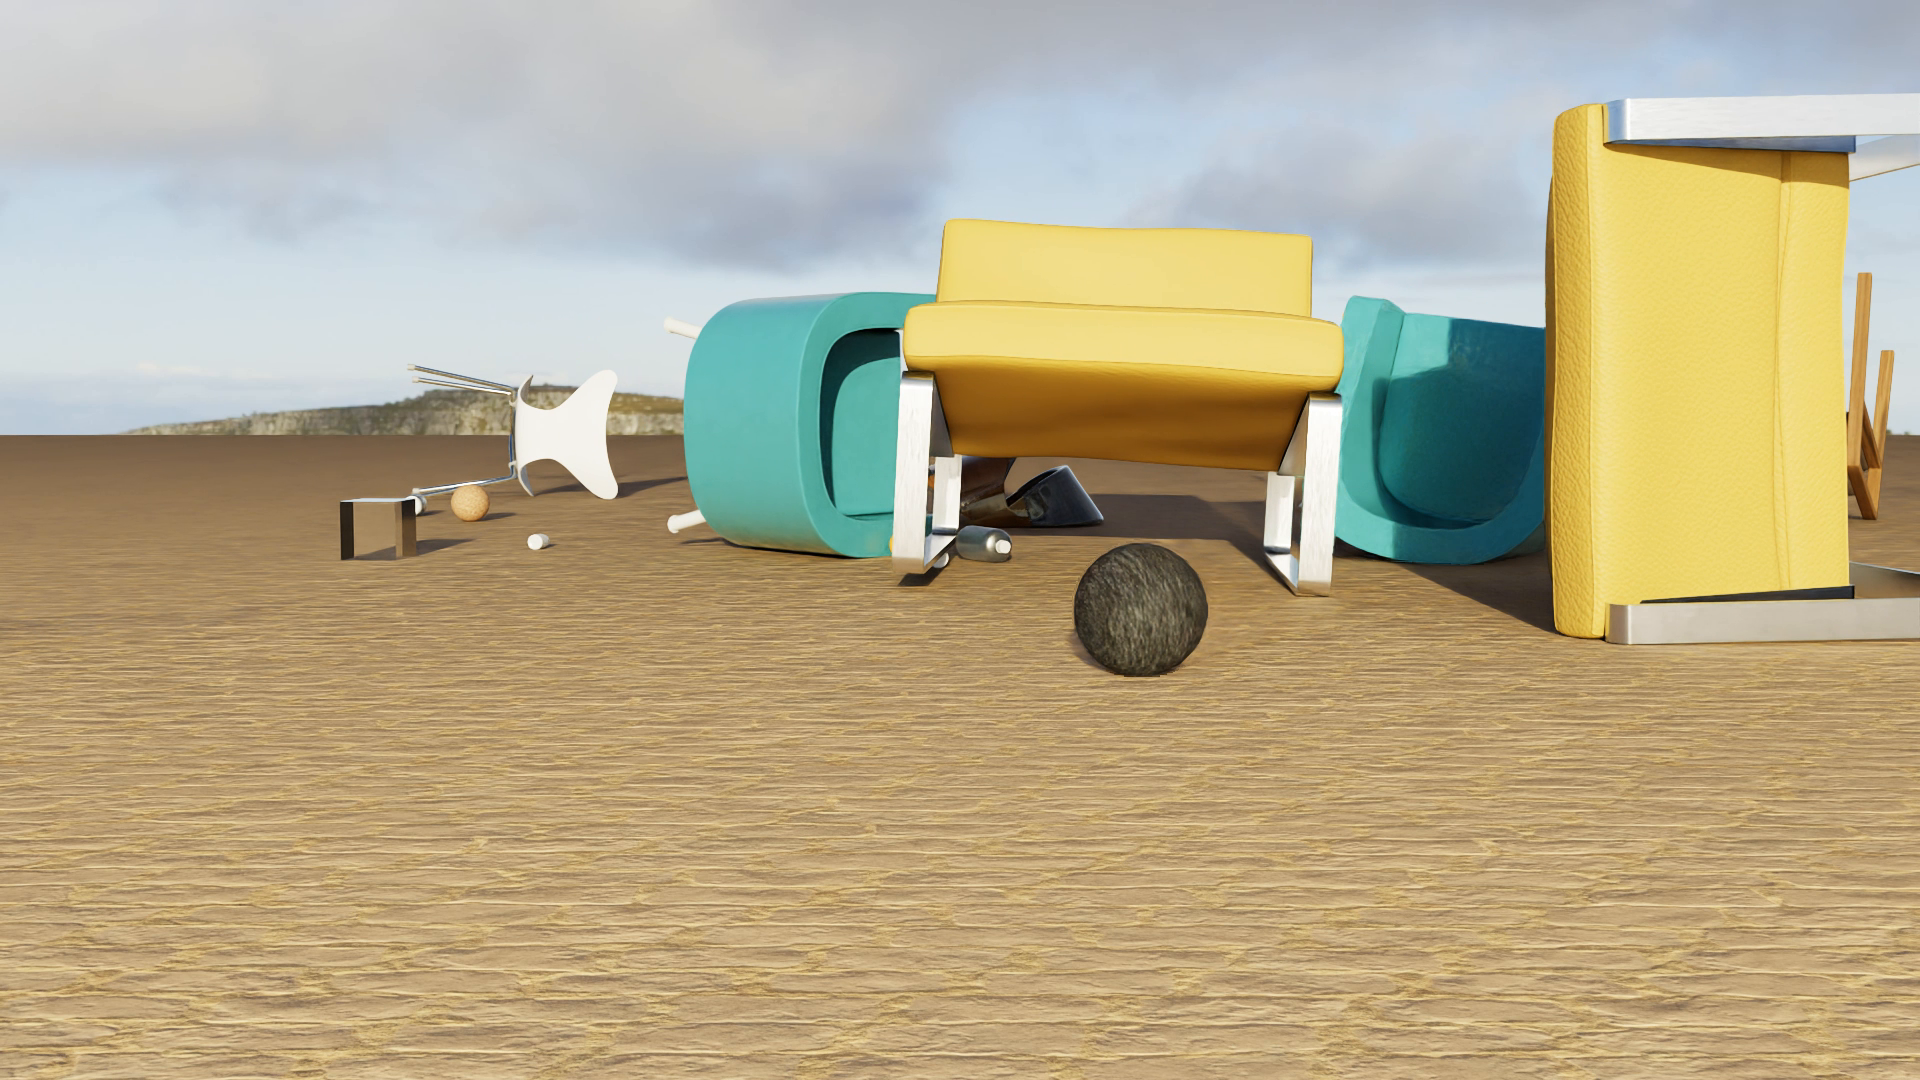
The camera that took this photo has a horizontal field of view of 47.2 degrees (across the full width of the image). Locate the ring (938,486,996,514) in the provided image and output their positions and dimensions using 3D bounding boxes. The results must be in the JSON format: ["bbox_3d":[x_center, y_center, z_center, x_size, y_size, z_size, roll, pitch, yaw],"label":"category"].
[{"bbox_3d":[0.026,-0.148,8.045,0.206,0.093,0.313,-2,4,-8],"label":"ring"}]

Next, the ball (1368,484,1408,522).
[{"bbox_3d":[1.439,-0.123,7.384,0.130,0.130,0.130,0,4,0],"label":"ball"}]

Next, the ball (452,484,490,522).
[{"bbox_3d":[-1.658,-0.126,7.450,0.128,0.128,0.128,0,4,0],"label":"ball"}]

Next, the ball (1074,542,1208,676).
[{"bbox_3d":[0.282,0.109,3.434,0.209,0.209,0.209,0,4,0],"label":"ball"}]

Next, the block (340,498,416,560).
[{"bbox_3d":[-1.543,-0.029,5.838,0.149,0.155,0.158,0,4,5],"label":"block"}]
